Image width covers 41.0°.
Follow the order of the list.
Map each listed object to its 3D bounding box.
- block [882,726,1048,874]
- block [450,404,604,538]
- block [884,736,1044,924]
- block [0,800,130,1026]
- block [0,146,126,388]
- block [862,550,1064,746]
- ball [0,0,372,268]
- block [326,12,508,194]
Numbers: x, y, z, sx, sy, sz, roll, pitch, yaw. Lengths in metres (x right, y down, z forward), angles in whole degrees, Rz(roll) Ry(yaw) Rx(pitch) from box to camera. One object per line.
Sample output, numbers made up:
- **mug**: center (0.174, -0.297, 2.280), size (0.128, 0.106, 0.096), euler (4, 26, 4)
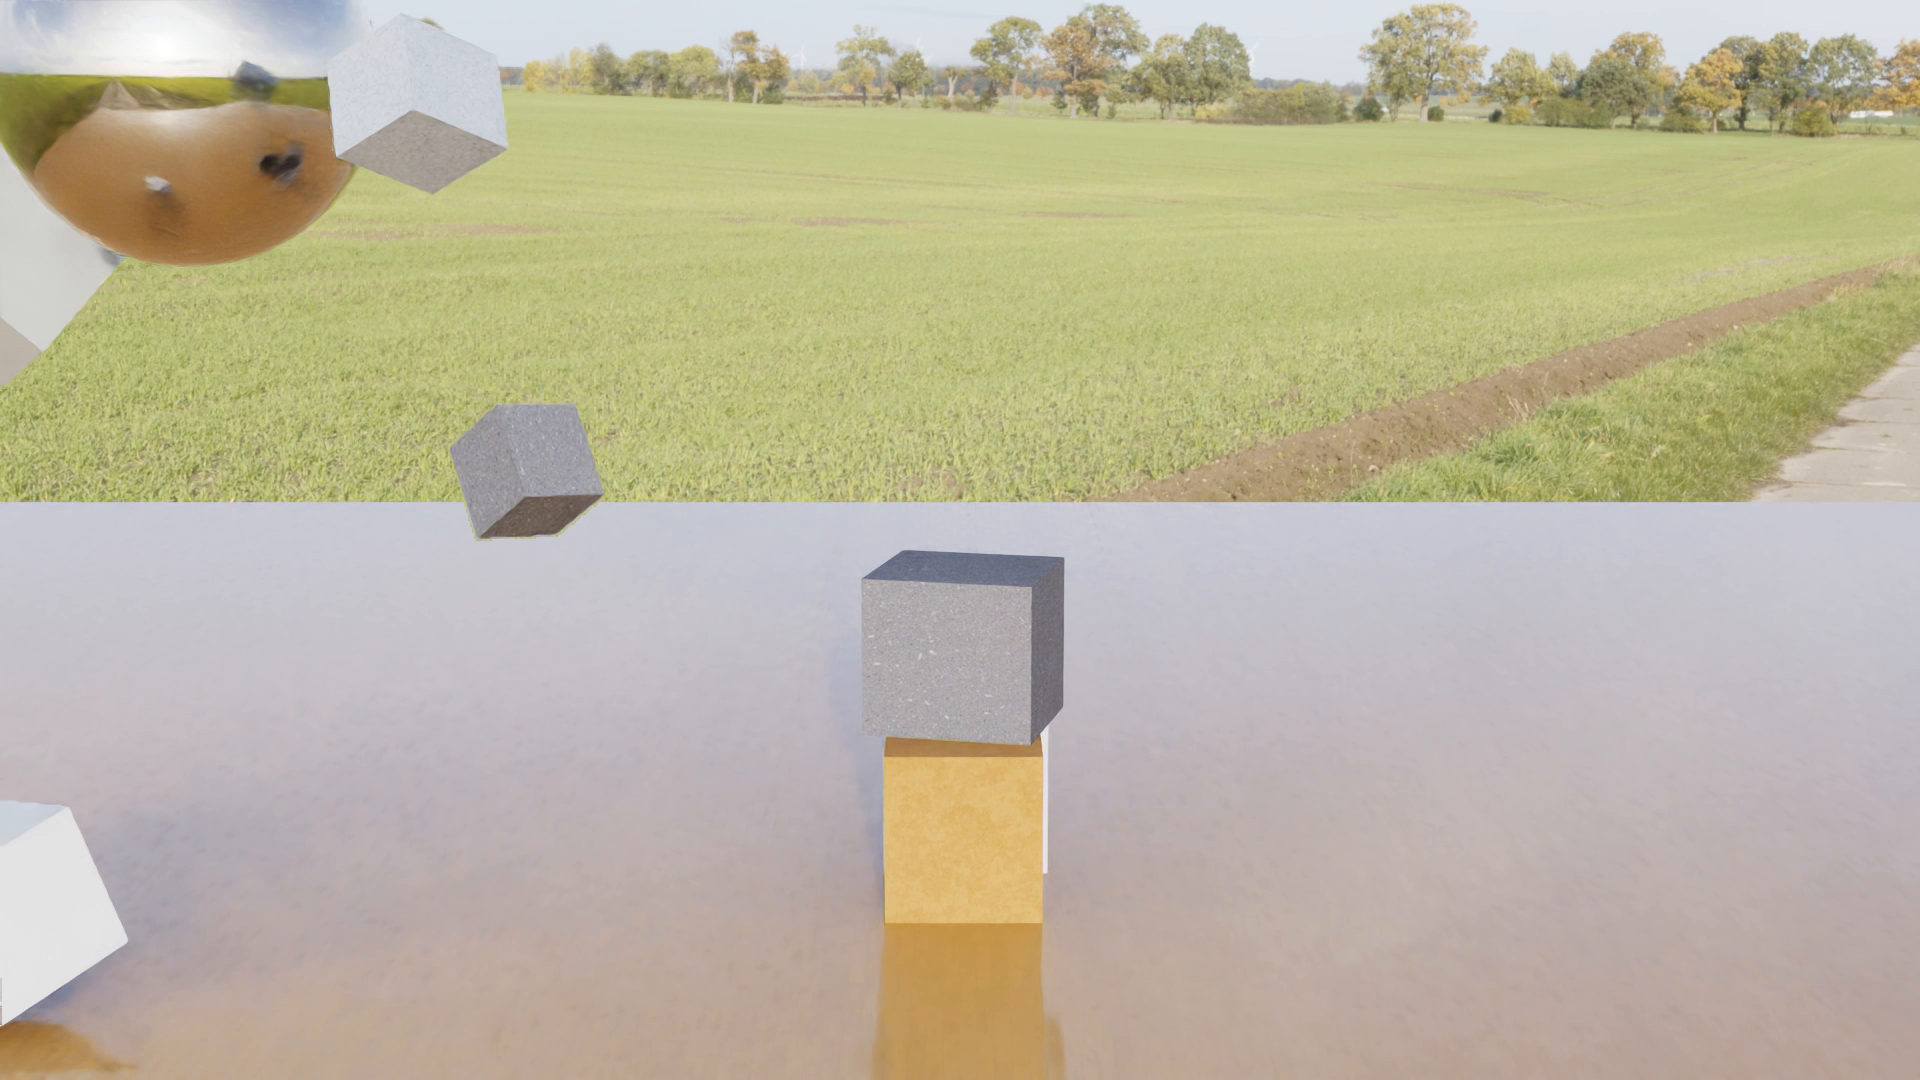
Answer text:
- **block**: center (0.022, 1.070, 11.717), size (0.730, 0.703, 0.748), euler (0, 10, 0)
- **block**: center (-1.748, -0.280, 10.351), size (0.383, 0.408, 0.379), euler (-3, -23, -45)
- **block**: center (0.016, 1.191, 11.009), size (0.660, 0.718, 0.676), euler (0, 10, 0)
- **block**: center (-3.614, 1.387, 9.618), size (0.535, 0.587, 0.589), euler (-1, 24, 40)
- **block**: center (-4.467, -1.277, 11.950), size (0.628, 0.750, 0.673), euler (-20, 34, 51)
- **block**: center (0.022, 0.455, 11.151), size (0.737, 0.680, 0.695), euler (3, 11, 13)
- **ball**: center (-3.266, -1.955, 10.825), size (1.600, 1.600, 1.600), euler (0, 10, 0)
- **block**: center (-2.044, -1.638, 9.670), size (0.423, 0.410, 0.475), euler (-23, -24, 31)
